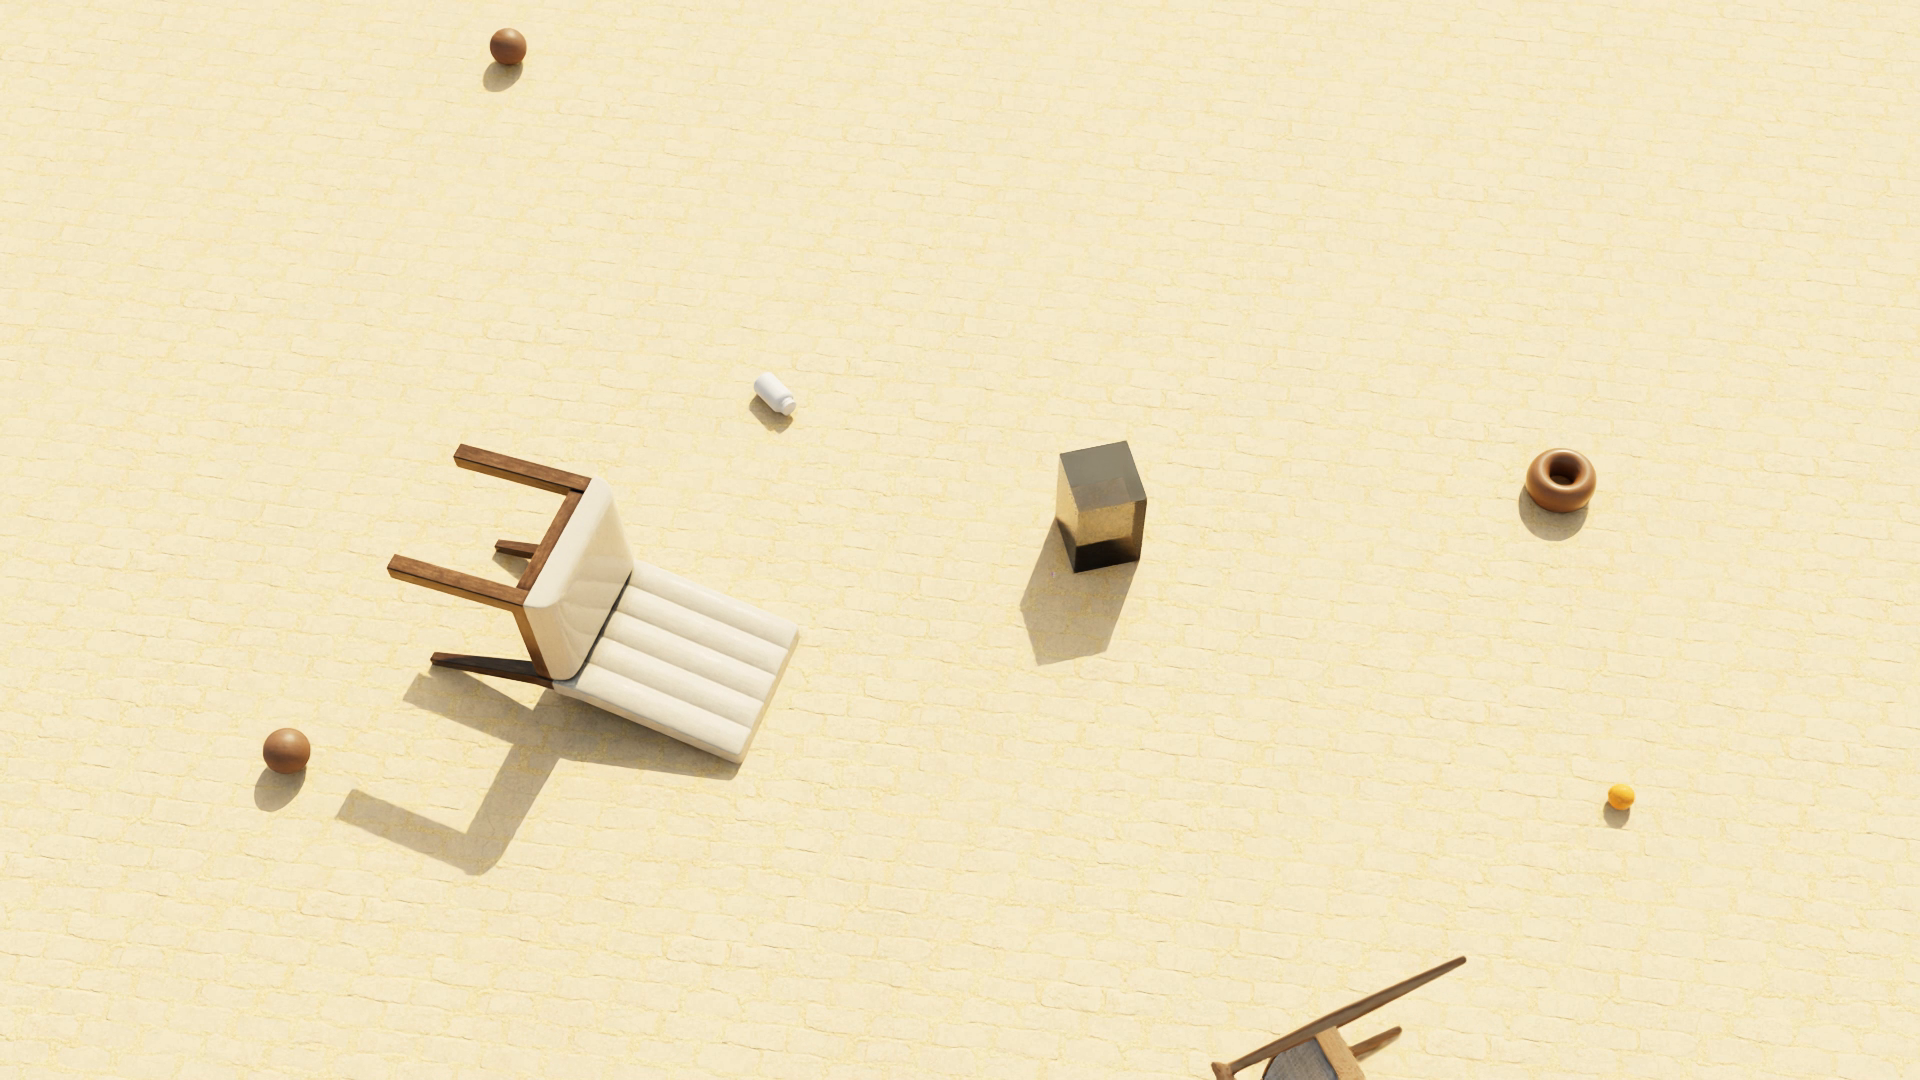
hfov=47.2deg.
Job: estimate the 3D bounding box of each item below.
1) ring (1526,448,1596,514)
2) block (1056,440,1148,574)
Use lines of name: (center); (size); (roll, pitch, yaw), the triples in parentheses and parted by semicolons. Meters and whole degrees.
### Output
ring: (1.813, -0.180, 6.631); (0.208, 0.107, 0.213); (37, 65, 24)
block: (0.411, -0.095, 6.447); (0.204, 0.317, 0.214); (-11, 57, -8)
